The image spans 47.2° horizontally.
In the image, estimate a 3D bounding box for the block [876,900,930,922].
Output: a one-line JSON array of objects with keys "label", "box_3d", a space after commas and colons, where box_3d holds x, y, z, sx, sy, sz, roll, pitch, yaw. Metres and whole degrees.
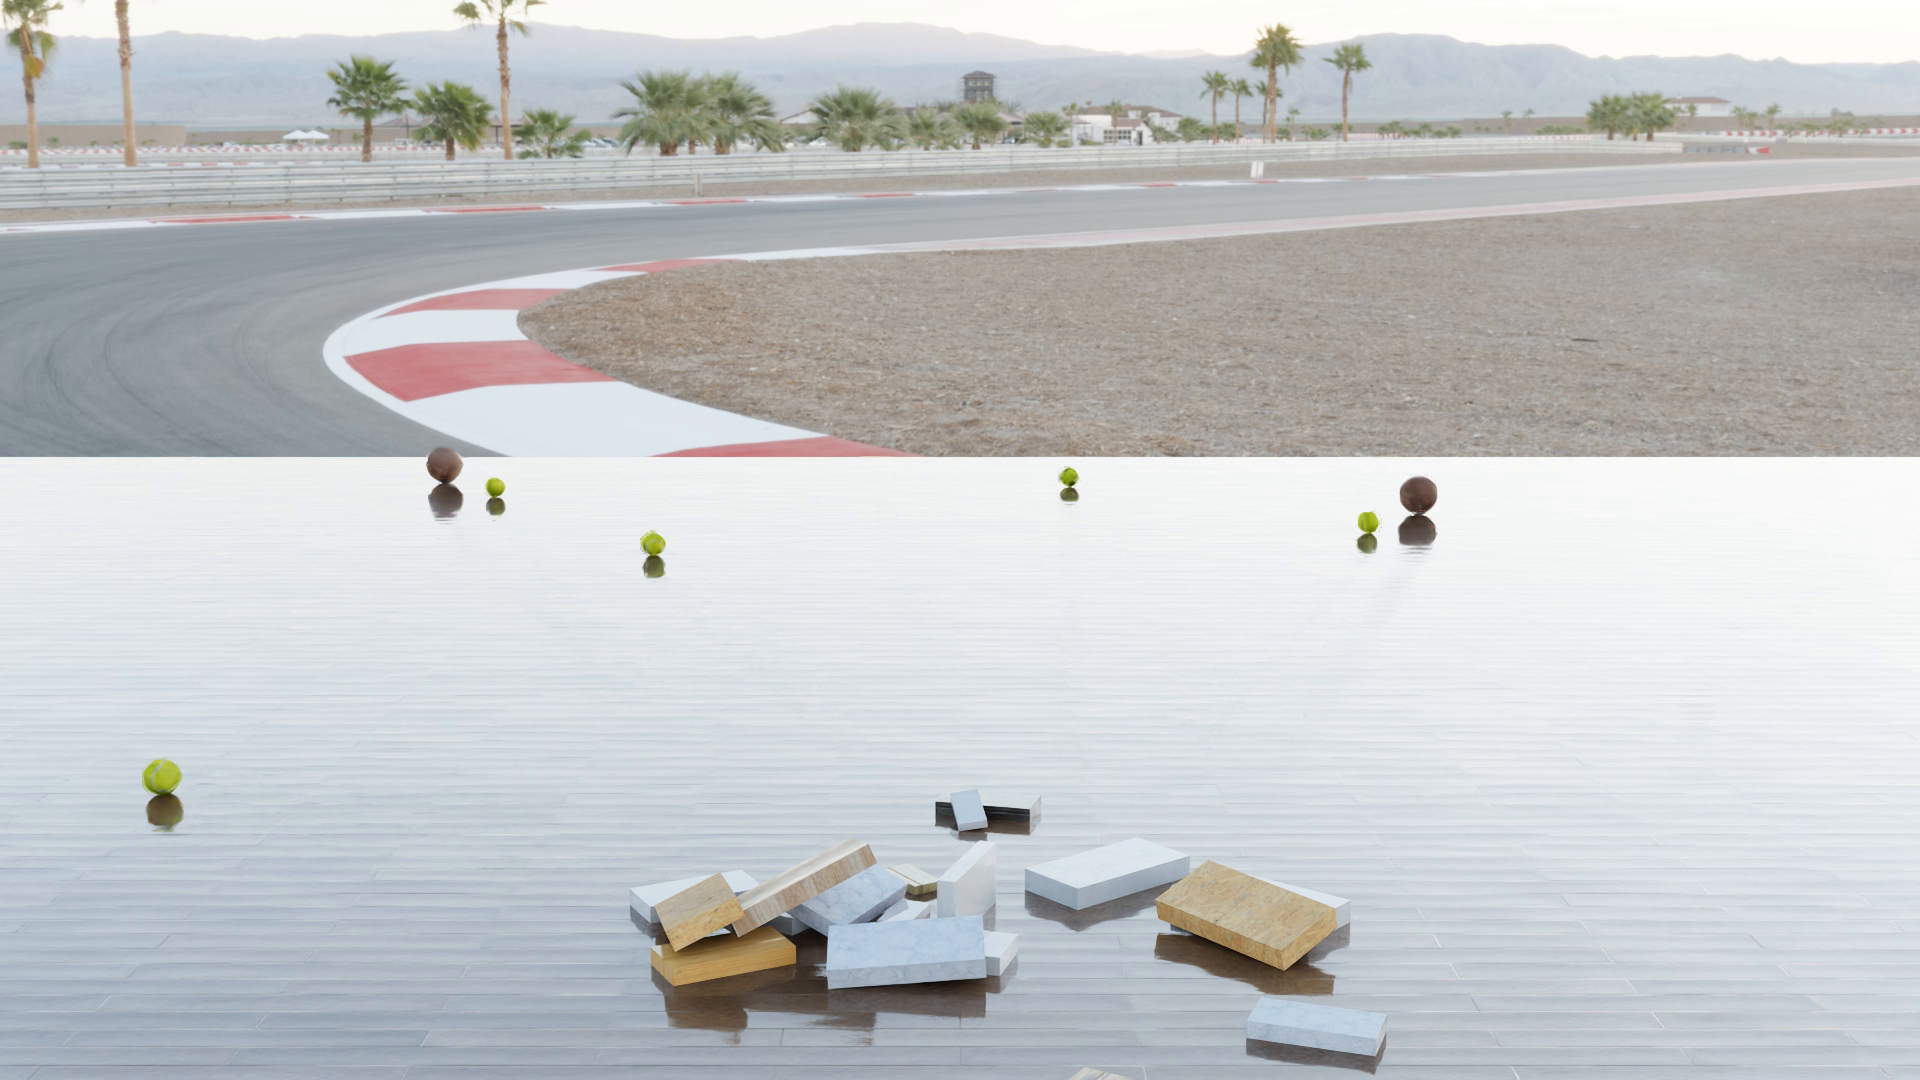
[{"label": "block", "box_3d": [-0.091, 0.606, 3.542, 0.053, 0.015, 0.106, 4, 11, 19]}]

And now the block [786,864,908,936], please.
[{"label": "block", "box_3d": [-0.181, 0.576, 3.547, 0.103, 0.029, 0.206, 26, 23, 22]}]

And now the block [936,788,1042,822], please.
[{"label": "block", "box_3d": [0.053, 0.495, 4.111, 0.181, 0.026, 0.090, 3, 11, 15]}]

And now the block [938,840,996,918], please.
[{"label": "block", "box_3d": [0.012, 0.564, 3.528, 0.029, 0.103, 0.206, 4, 11, 19]}]

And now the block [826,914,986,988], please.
[{"label": "block", "box_3d": [-0.080, 0.619, 3.308, 0.235, 0.033, 0.117, -4, 24, 0]}]

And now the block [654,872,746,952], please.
[{"label": "block", "box_3d": [-0.407, 0.577, 3.424, 0.117, 0.033, 0.235, -26, 6, -11]}]

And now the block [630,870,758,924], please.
[{"label": "block", "box_3d": [-0.432, 0.585, 3.617, 0.198, 0.028, 0.099, -6, 12, -27]}]

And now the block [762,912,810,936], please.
[{"label": "block", "box_3d": [-0.247, 0.592, 3.582, 0.099, 0.028, 0.198, 8, 13, 35]}]

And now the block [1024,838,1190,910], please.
[{"label": "block", "box_3d": [0.250, 0.562, 3.718, 0.260, 0.037, 0.130, -9, 14, -39]}]

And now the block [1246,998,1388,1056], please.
[{"label": "block", "box_3d": [0.502, 0.684, 3.094, 0.181, 0.026, 0.090, 4, 11, 20]}]

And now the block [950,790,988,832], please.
[{"label": "block", "box_3d": [0.015, 0.496, 4.042, 0.053, 0.015, 0.106, -8, 27, -6]}]

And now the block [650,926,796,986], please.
[{"label": "block", "box_3d": [-0.361, 0.634, 3.357, 0.198, 0.028, 0.099, -5, 12, -27]}]

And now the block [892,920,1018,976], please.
[{"label": "block", "box_3d": [-0.024, 0.628, 3.386, 0.206, 0.029, 0.103, 3, 11, 16]}]

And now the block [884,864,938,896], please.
[{"label": "block", "box_3d": [-0.082, 0.573, 3.718, 0.053, 0.015, 0.106, -7, 13, -33]}]

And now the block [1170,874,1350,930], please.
[{"label": "block", "box_3d": [0.486, 0.590, 3.567, 0.260, 0.037, 0.130, 9, 14, 39]}]

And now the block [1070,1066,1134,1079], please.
[{"label": "block", "box_3d": [0.158, 0.733, 2.831, 0.090, 0.026, 0.181, 6, 12, 31]}]

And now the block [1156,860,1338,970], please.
[{"label": "block", "box_3d": [0.448, 0.586, 3.455, 0.130, 0.037, 0.260, -29, 29, -34]}]

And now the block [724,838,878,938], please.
[{"label": "block", "box_3d": [-0.258, 0.542, 3.448, 0.244, 0.033, 0.117, -26, 6, -17]}]
